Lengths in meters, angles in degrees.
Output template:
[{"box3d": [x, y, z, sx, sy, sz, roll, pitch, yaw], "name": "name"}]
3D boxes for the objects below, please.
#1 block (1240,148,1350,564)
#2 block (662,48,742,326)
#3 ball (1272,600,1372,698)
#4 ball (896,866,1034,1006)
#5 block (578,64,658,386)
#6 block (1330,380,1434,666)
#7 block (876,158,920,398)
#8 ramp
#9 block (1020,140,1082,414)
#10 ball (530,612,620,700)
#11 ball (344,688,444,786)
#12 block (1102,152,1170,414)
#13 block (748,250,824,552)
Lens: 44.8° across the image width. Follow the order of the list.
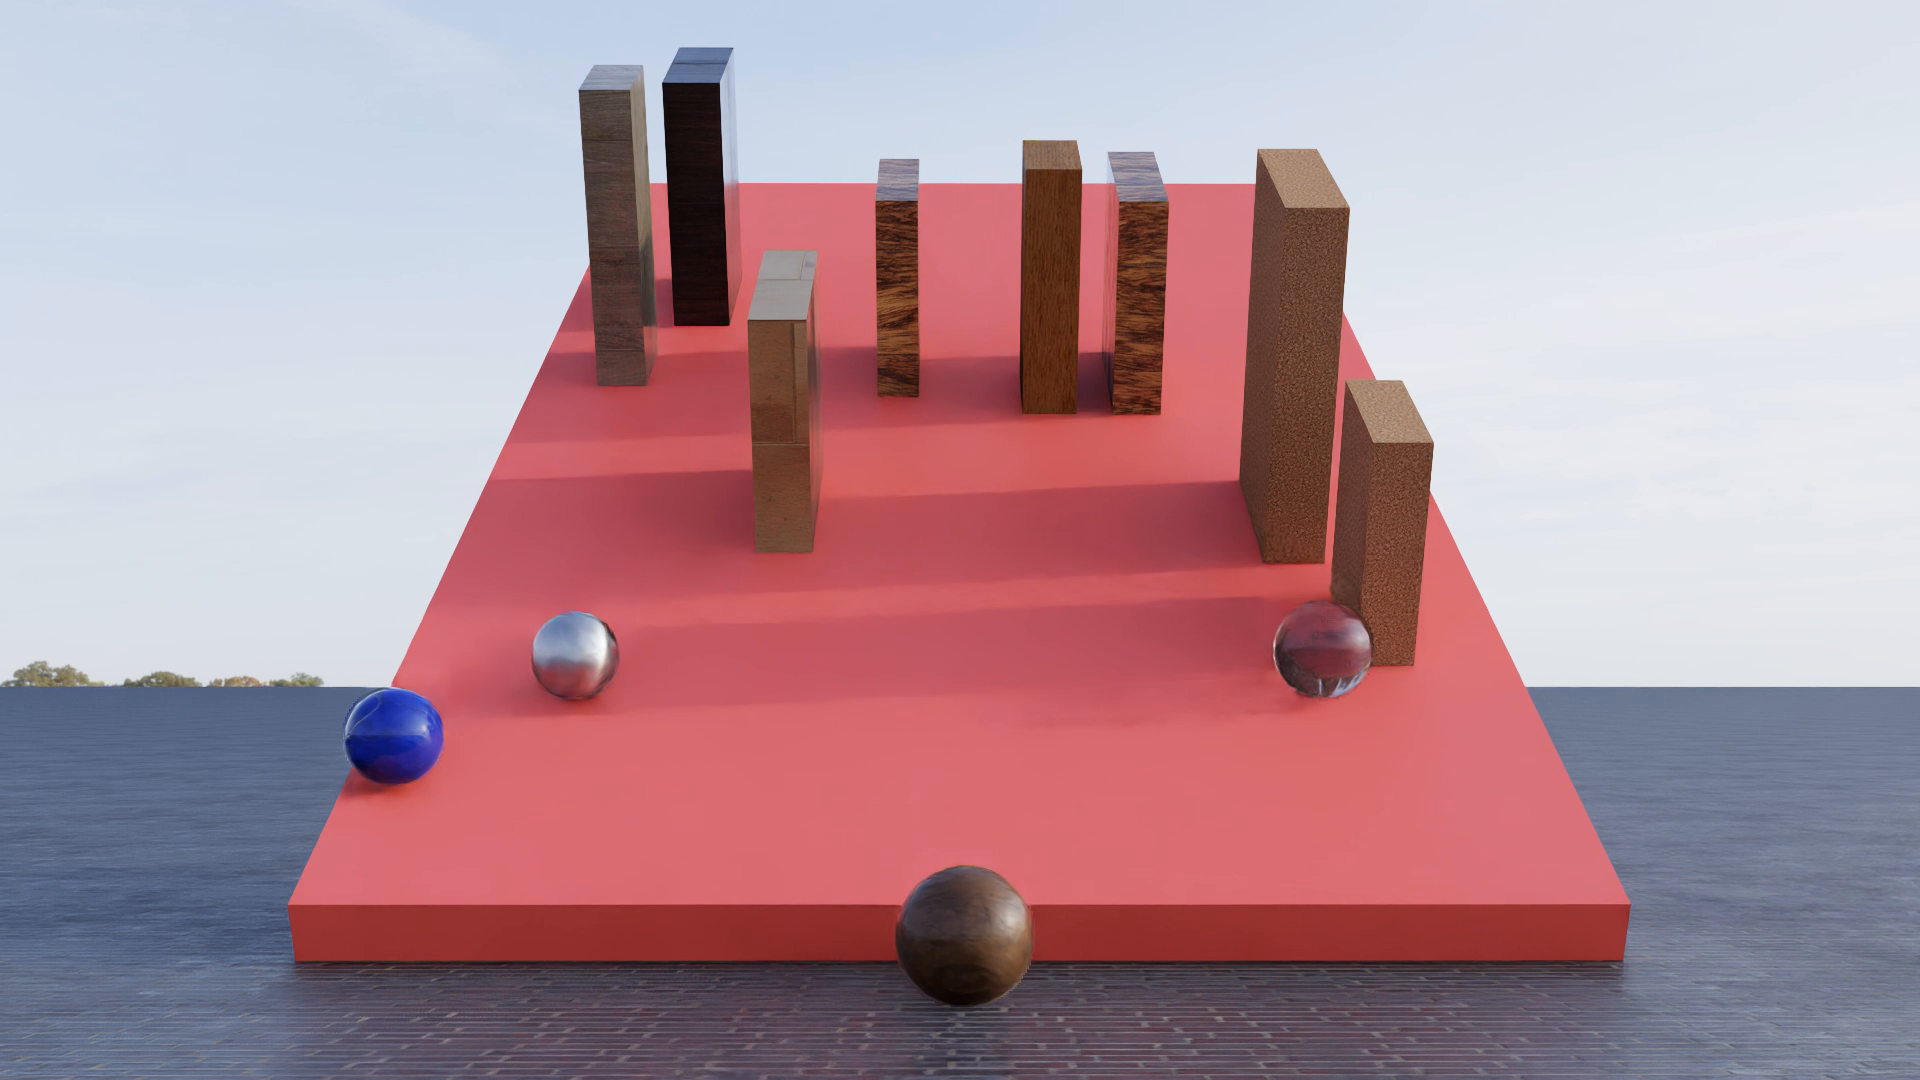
[{"box3d": [0.657, -0.370, 4.626, 0.119, 0.721, 0.427, 0, 24, 0], "name": "block"}, {"box3d": [-0.653, -0.905, 5.941, 0.140, 0.619, 0.399, 0, 24, 0], "name": "block"}, {"box3d": [0.631, 0.190, 4.048, 0.171, 0.171, 0.171, 0, -3, 0], "name": "ball"}, {"box3d": [0.006, 0.515, 3.031, 0.181, 0.181, 0.181, 0, -3, 0], "name": "ball"}, {"box3d": [-0.796, -0.735, 5.454, 0.115, 0.705, 0.251, 0, 24, 0], "name": "block"}, {"box3d": [0.762, -0.035, 4.233, 0.104, 0.431, 0.312, 0, 24, 0], "name": "block"}, {"box3d": [-0.144, -0.622, 5.491, 0.095, 0.471, 0.364, 0, 24, 0], "name": "block"}, {"box3d": [-0.008, -0.228, 5.312, 2.000, 0.100, 4.000, 0, 24, 0], "name": "ramp"}, {"box3d": [0.205, -0.601, 5.322, 0.124, 0.573, 0.254, 0, 24, 0], "name": "block"}, {"box3d": [-0.667, 0.201, 4.039, 0.153, 0.153, 0.153, 0, -3, 0], "name": "ball"}, {"box3d": [-0.915, 0.319, 3.769, 0.157, 0.157, 0.157, 0, -3, 0], "name": "ball"}, {"box3d": [0.403, -0.603, 5.414, 0.110, 0.502, 0.430, 0, 24, 0], "name": "block"}, {"box3d": [-0.350, -0.287, 4.724, 0.112, 0.486, 0.445, 0, 24, 0], "name": "block"}]
